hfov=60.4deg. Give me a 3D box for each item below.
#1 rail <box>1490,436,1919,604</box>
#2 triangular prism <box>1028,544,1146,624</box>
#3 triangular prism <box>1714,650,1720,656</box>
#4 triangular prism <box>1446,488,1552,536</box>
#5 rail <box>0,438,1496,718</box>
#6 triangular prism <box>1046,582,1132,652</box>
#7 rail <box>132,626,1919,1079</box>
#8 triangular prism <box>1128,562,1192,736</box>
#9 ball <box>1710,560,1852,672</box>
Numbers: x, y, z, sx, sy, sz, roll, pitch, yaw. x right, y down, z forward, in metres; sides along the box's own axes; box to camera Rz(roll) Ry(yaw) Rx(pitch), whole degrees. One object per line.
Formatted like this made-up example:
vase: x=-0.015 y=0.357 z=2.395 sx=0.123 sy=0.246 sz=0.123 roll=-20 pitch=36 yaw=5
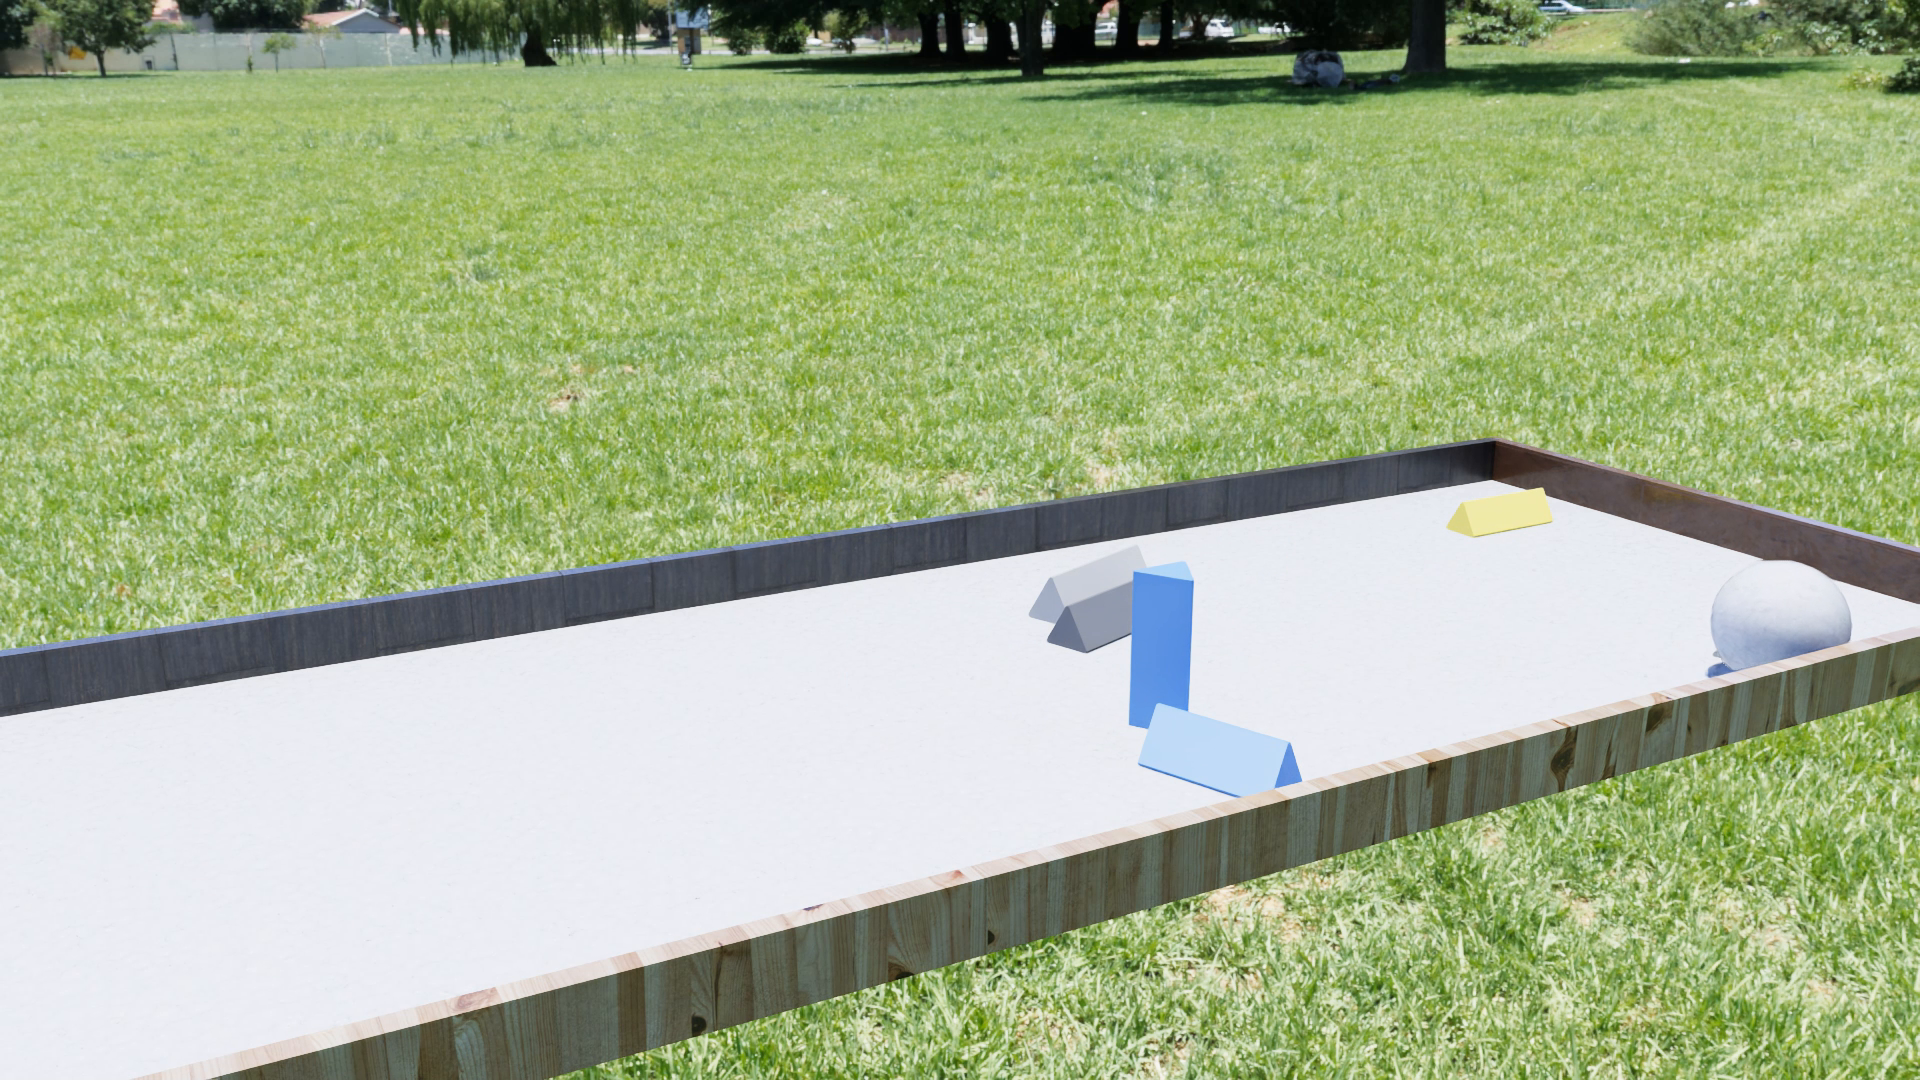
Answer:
rail: x=2.466 y=-0.048 z=5.253 sx=0.050 sy=0.150 sz=2.100 roll=-9 pitch=18 yaw=-27
triangular prism: x=0.384 y=0.119 z=4.708 sx=0.149 sy=0.129 sz=0.416 roll=14 pitch=21 yaw=38
triangular prism: x=2.150 y=0.214 z=4.450 sx=0.110 sy=0.095 sz=0.458 roll=11 pitch=20 yaw=35
triangular prism: x=1.807 y=-0.101 z=5.502 sx=0.372 sy=0.104 sz=0.120 roll=-9 pitch=19 yaw=-28
rail: x=-3.305 y=0.497 z=3.399 sx=12.000 sy=0.150 sz=0.050 roll=-9 pitch=18 yaw=-27
triangular prism: x=0.421 y=0.185 z=4.511 sx=0.133 sy=0.115 sz=0.417 roll=14 pitch=22 yaw=39
rail: x=-2.336 y=1.006 z=1.665 sx=12.000 sy=0.150 sz=0.050 roll=-9 pitch=18 yaw=-27
triangular prism: x=0.491 y=0.247 z=3.843 sx=0.147 sy=0.379 sz=0.127 roll=9 pitch=19 yaw=29
ball: x=2.032 y=0.207 z=4.090 sx=0.316 sy=0.316 sz=0.316 roll=0 pitch=16 yaw=0
